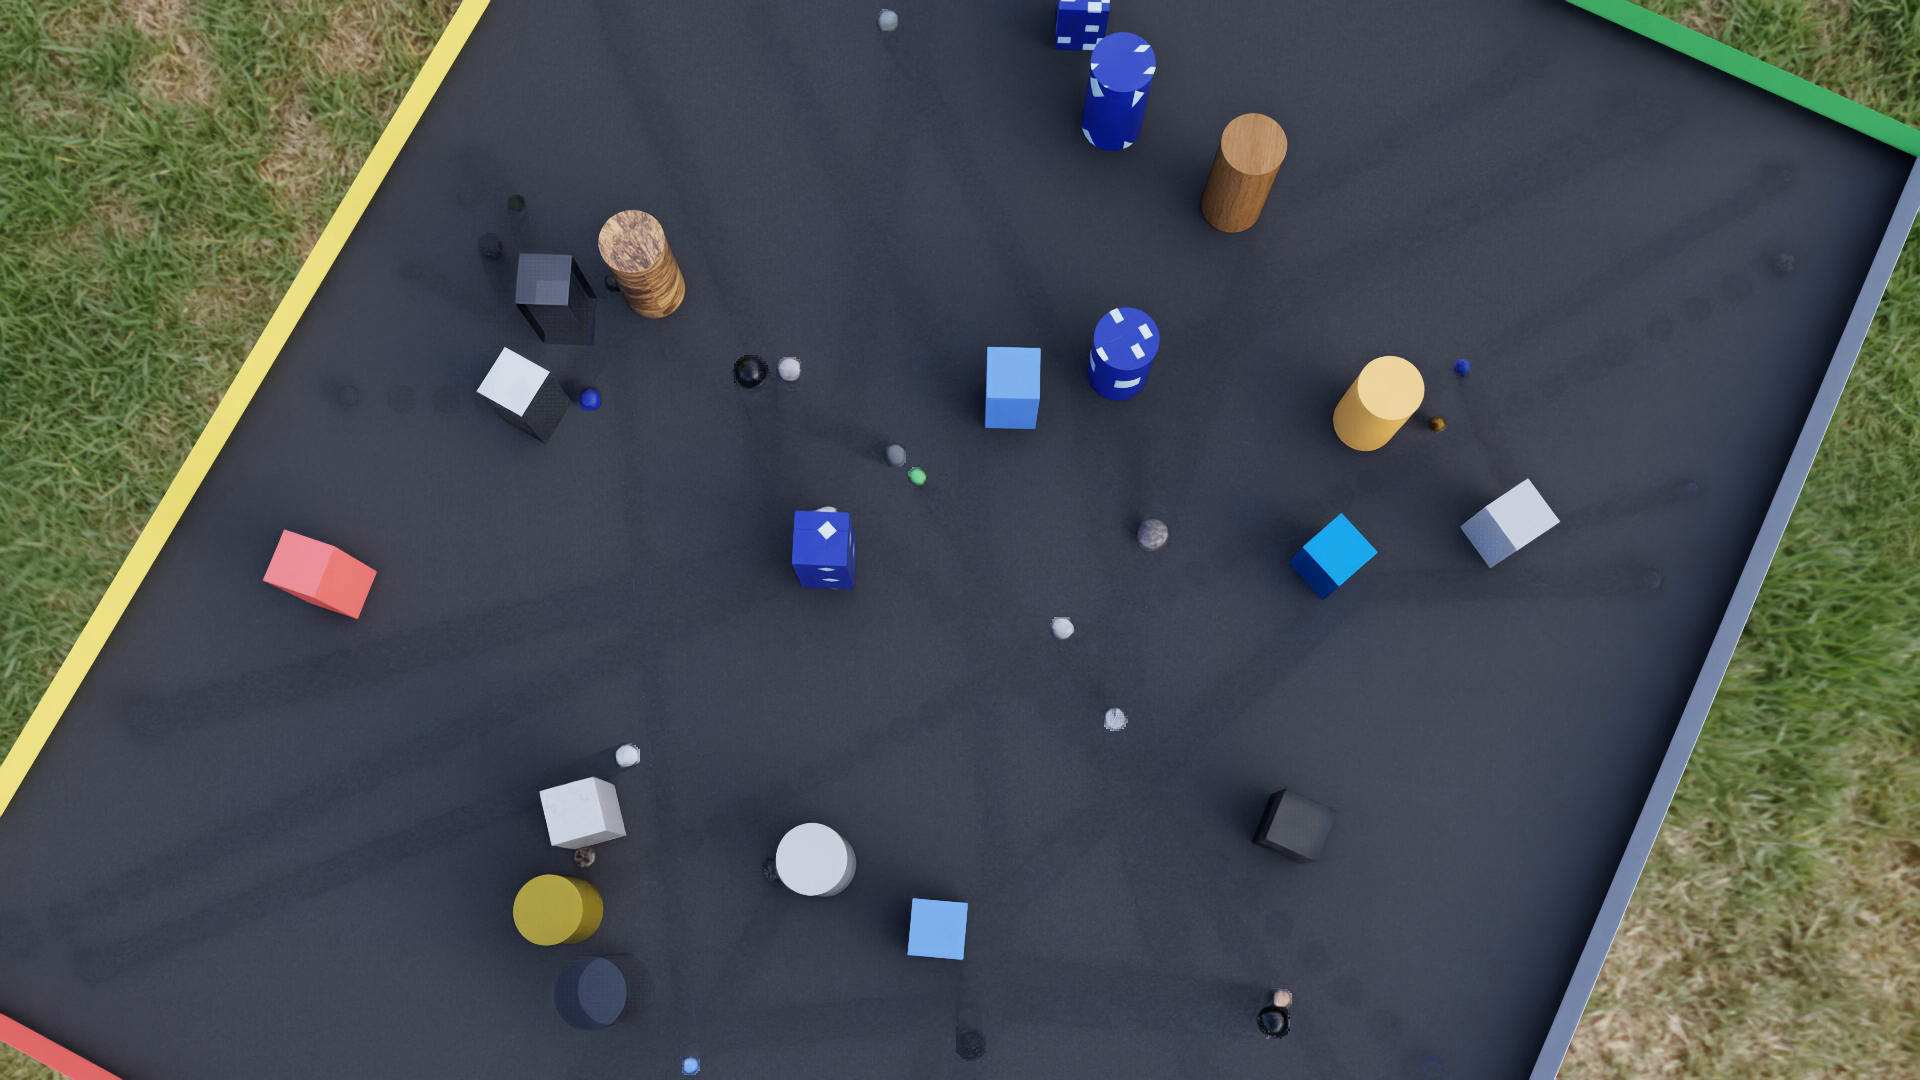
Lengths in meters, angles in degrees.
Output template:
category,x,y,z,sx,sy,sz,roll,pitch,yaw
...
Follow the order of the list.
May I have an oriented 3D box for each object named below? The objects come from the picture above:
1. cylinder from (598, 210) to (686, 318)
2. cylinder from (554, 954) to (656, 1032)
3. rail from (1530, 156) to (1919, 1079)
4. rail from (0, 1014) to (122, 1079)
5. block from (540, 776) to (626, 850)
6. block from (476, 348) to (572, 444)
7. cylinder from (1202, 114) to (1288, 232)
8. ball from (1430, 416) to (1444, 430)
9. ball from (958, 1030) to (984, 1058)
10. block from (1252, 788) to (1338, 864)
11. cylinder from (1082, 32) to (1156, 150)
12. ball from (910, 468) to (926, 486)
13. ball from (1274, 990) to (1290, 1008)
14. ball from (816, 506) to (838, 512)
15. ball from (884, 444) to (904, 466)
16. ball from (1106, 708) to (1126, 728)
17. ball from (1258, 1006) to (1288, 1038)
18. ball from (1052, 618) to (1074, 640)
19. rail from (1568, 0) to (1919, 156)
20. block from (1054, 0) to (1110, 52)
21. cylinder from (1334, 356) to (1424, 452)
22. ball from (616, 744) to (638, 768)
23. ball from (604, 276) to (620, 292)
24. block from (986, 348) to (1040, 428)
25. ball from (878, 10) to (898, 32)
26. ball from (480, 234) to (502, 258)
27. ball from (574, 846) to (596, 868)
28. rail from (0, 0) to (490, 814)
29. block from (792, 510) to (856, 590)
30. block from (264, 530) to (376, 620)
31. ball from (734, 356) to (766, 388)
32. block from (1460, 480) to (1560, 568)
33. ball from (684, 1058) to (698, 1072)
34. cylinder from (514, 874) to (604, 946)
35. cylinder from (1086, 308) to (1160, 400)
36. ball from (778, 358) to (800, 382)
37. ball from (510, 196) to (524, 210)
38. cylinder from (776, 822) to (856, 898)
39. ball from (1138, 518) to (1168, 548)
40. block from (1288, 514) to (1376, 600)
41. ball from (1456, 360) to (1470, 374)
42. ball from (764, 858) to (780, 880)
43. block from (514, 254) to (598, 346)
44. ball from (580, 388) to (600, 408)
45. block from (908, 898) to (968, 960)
category,x,y,z,sx,sy,sz,roll,pitch,yaw
cylinder,-0.963,-0.833,5.575,0.194,0.418,0.194,0,78,0
cylinder,-0.986,1.257,5.116,0.194,0.472,0.194,0,78,0
rail,1.947,0.960,5.352,0.045,0.126,5.034,26,80,5
rail,-1.115,2.190,5.098,4.401,0.126,0.045,26,80,5
block,-1.085,0.791,5.289,0.155,0.321,0.155,-15,79,-3
block,-1.312,-0.433,5.541,0.155,0.323,0.155,29,80,6
cylinder,0.865,-1.118,5.613,0.194,0.459,0.194,0,78,0
ball,1.475,-0.361,5.668,0.045,0.045,0.045,0,78,0
ball,0.031,1.451,5.277,0.077,0.077,0.077,0,78,0
block,0.966,0.832,5.312,0.155,0.259,0.155,24,79,5
cylinder,0.488,-1.385,5.686,0.194,0.425,0.194,0,78,0
ball,-0.129,-0.194,5.631,0.051,0.051,0.051,0,78,0
ball,0.932,1.331,5.317,0.048,0.048,0.048,0,78,0
ball,-0.405,-0.057,5.583,0.090,0.090,0.090,0,78,0
ball,-0.203,-0.262,5.637,0.066,0.066,0.066,0,78,0
ball,0.463,0.533,5.476,0.060,0.060,0.060,0,78,0
ball,0.902,1.387,5.284,0.088,0.088,0.088,0,78,0
ball,0.310,0.267,5.528,0.065,0.065,0.065,0,78,0
rail,1.115,-2.177,6.002,4.401,0.126,0.045,26,80,5
block,0.388,-1.691,5.829,0.155,0.270,0.155,2,78,0
cylinder,1.256,-0.407,5.517,0.194,0.360,0.194,0,78,0
ball,-0.991,0.643,5.450,0.066,0.066,0.066,0,78,0
ball,-1.087,-0.805,5.755,0.055,0.055,0.055,0,78,0
block,0.157,-0.456,5.540,0.155,0.335,0.155,1,78,0
ball,-0.231,-1.679,5.930,0.066,0.066,0.066,0,78,0
ball,-1.477,-0.926,5.773,0.069,0.069,0.069,0,78,0
ball,-1.104,0.932,5.392,0.061,0.061,0.061,0,78,0
rail,-1.947,-0.947,5.747,0.045,0.126,5.034,26,80,5
block,-0.398,0.034,5.414,0.155,0.382,0.155,2,78,0
block,-1.879,0.105,5.398,0.155,0.385,0.155,18,79,4
ball,-0.649,-0.519,5.675,0.097,0.097,0.097,0,78,0
block,1.642,-0.047,5.484,0.155,0.279,0.155,-33,80,-6
ball,-0.777,1.514,5.282,0.042,0.042,0.042,0,78,0
cylinder,-1.146,1.059,5.244,0.194,0.300,0.194,0,78,0
cylinder,0.493,-0.562,5.568,0.194,0.323,0.194,0,78,0
ball,-0.529,-0.529,5.690,0.070,0.070,0.070,0,78,0
ball,-1.408,-1.067,5.815,0.043,0.043,0.043,0,78,0
cylinder,-0.403,0.912,5.198,0.194,0.450,0.194,0,78,0
ball,0.587,-0.020,5.573,0.093,0.093,0.093,0,78,0
block,1.113,0.052,5.483,0.155,0.240,0.155,-40,81,-8
ball,1.567,-0.537,5.706,0.042,0.042,0.042,0,78,0
ball,-0.546,0.966,5.384,0.063,0.063,0.063,0,78,0
block,-1.224,-0.727,5.571,0.155,0.384,0.155,2,78,0
ball,-1.146,-0.439,5.674,0.066,0.066,0.066,0,78,0
block,-0.062,1.115,5.256,0.155,0.254,0.155,5,78,1
